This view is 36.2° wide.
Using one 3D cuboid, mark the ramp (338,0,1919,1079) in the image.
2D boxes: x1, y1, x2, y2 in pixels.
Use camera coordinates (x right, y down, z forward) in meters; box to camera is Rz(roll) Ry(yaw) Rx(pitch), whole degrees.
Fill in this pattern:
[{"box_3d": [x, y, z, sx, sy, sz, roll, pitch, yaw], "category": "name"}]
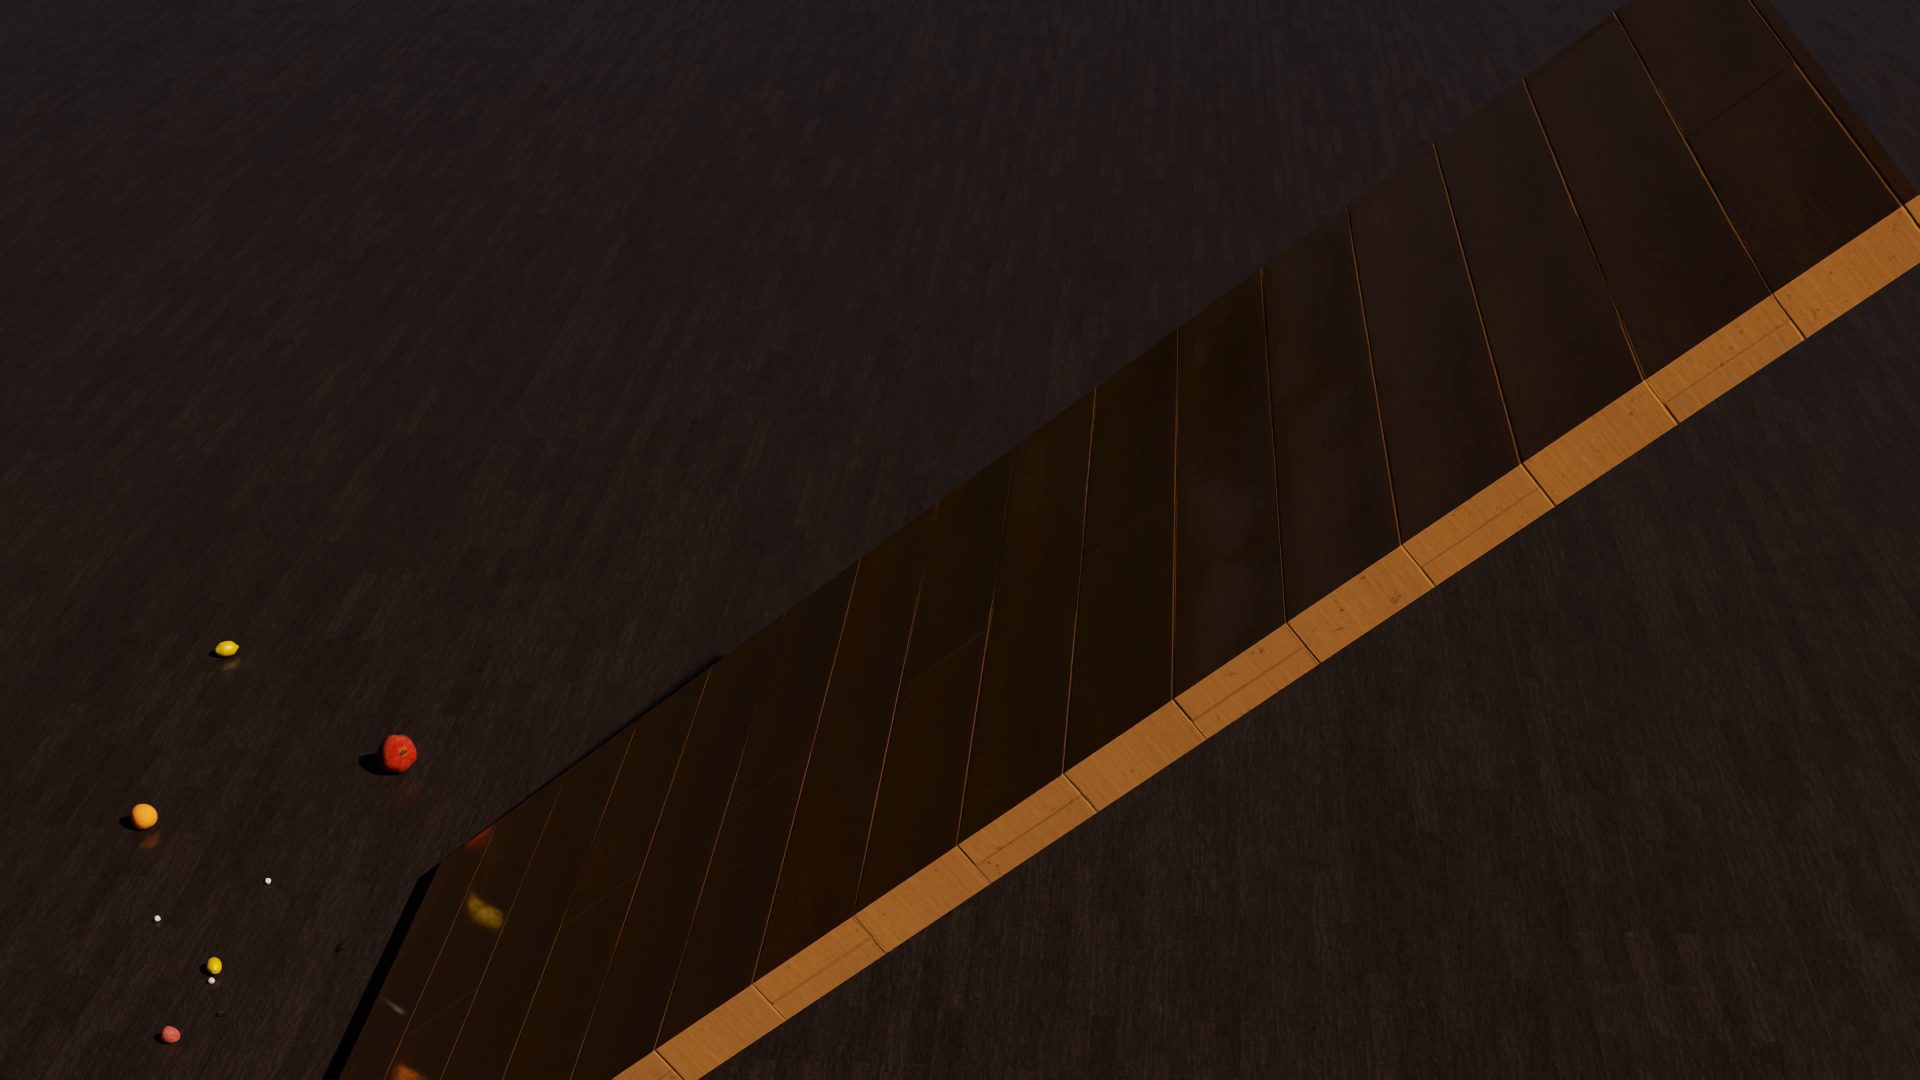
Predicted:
[{"box_3d": [0.122, 0.184, 6.337, 4.000, 0.100, 2.000, -36, 16, 18], "category": "ramp"}]
